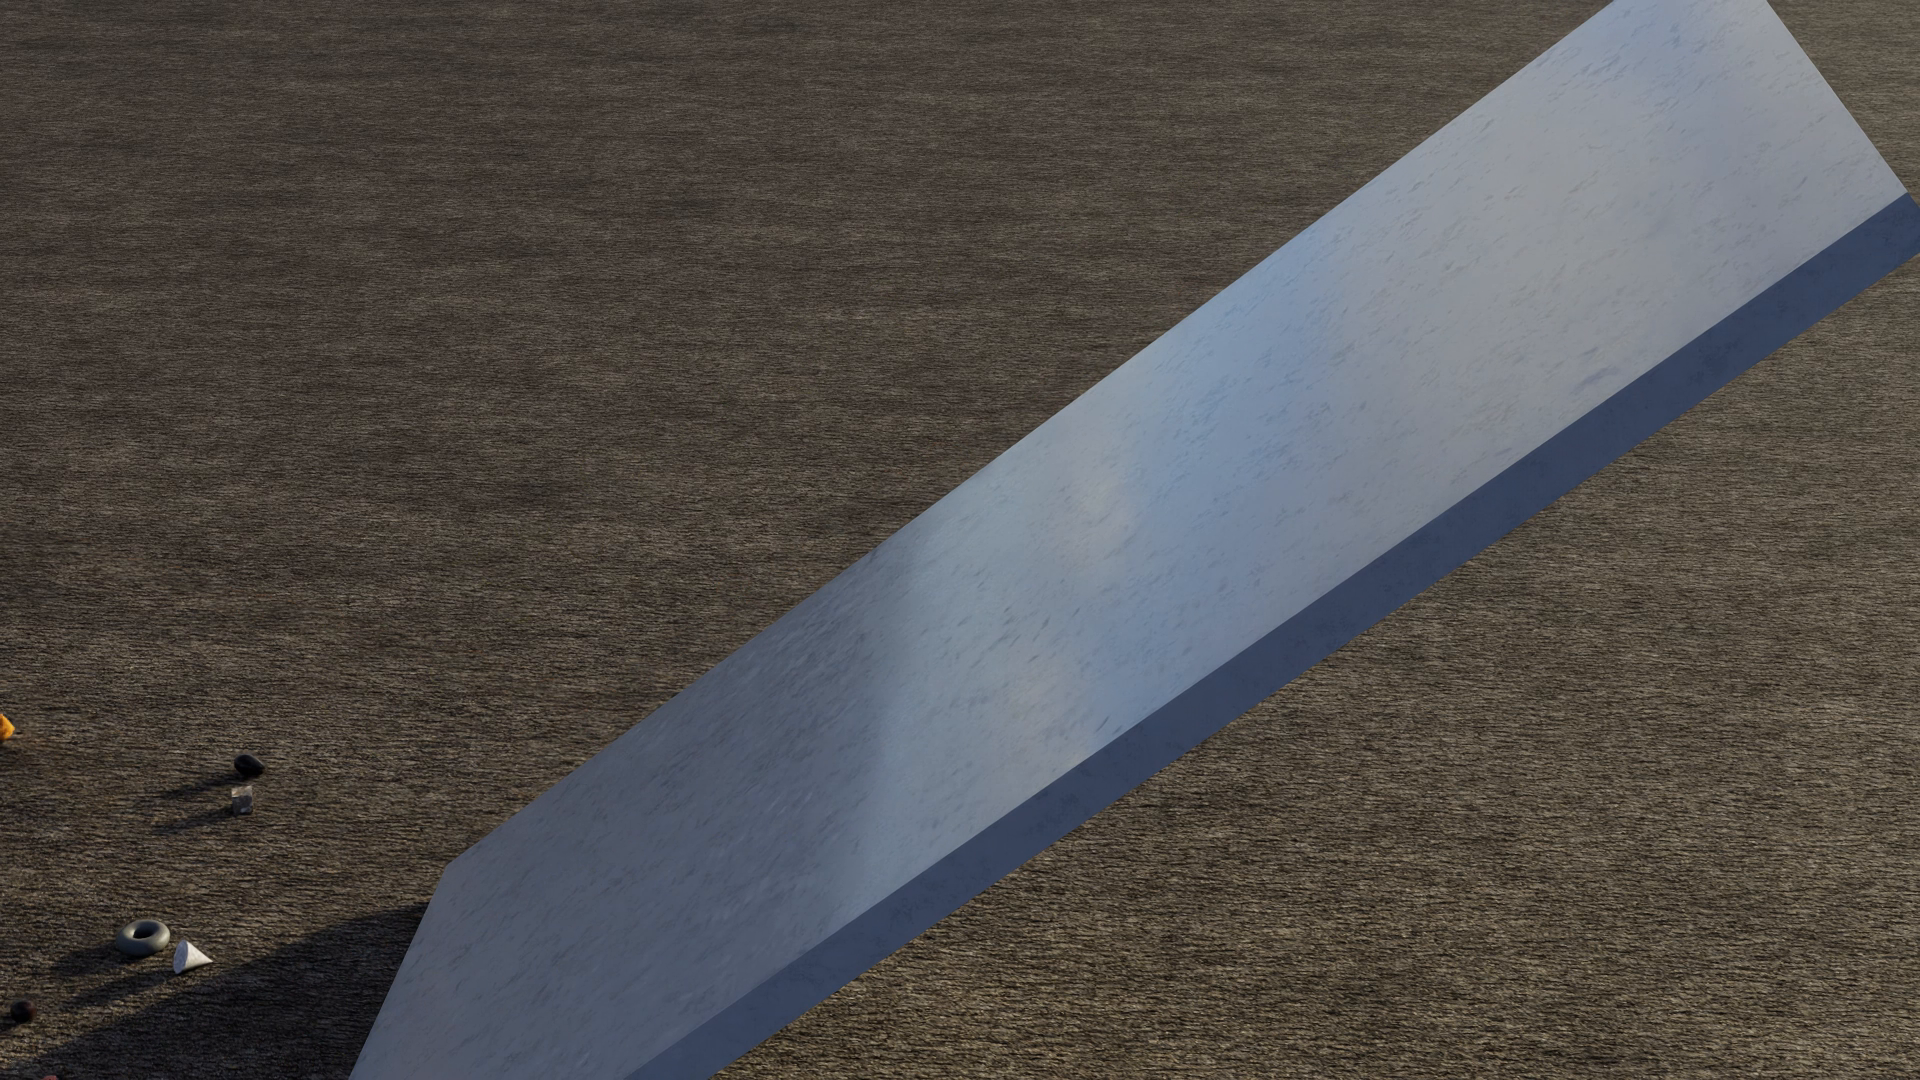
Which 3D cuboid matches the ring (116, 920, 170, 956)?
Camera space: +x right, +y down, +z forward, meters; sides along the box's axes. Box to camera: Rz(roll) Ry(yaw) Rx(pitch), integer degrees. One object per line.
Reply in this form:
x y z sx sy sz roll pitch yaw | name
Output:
-2.121 1.033 7.632 0.137 0.046 0.137 1 25 0 | ring

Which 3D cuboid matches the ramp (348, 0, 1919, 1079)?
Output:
0.119 0.186 6.345 4.000 0.100 2.000 -36 16 18 | ramp

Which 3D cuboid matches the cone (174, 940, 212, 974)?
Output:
-1.957 1.075 7.542 0.088 0.088 0.088 17 12 -34 | cone

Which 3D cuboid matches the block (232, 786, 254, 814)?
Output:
-2.023 0.733 8.295 0.054 0.054 0.054 -6 25 -12 | block
